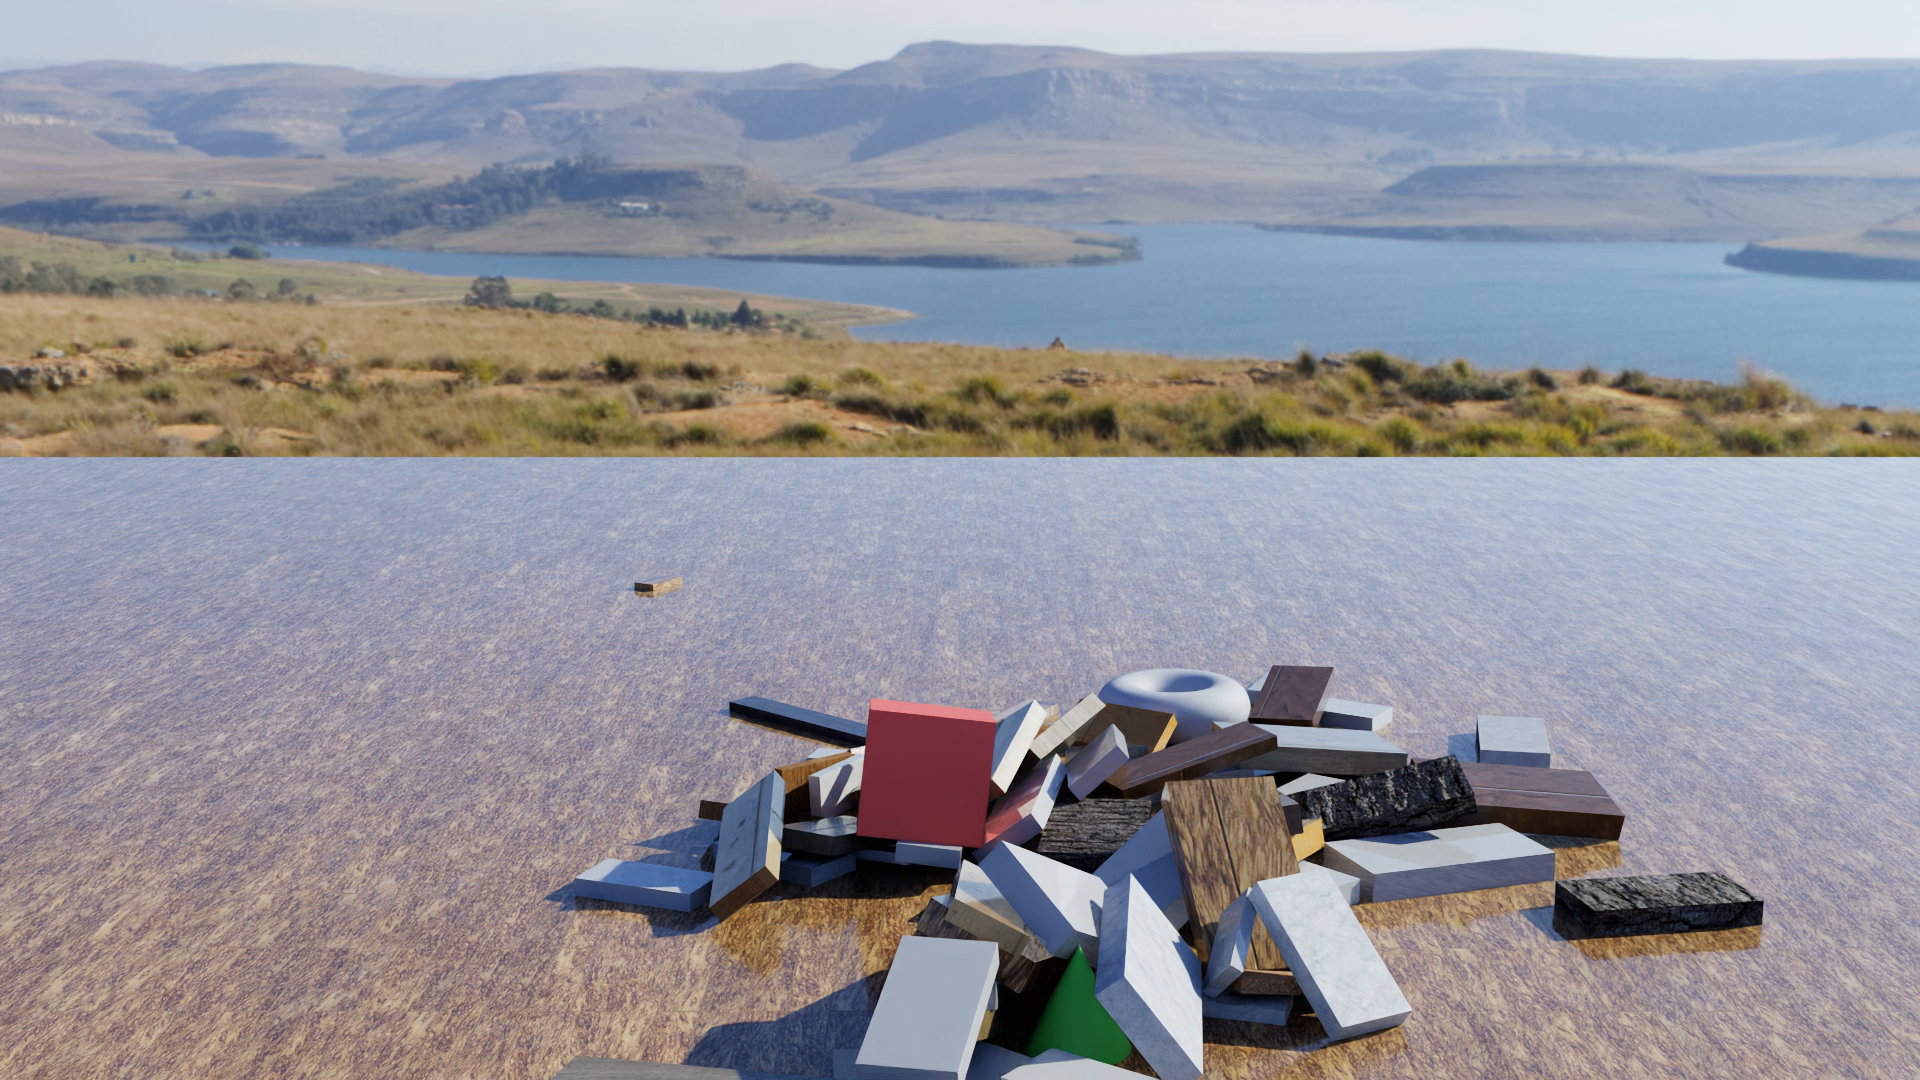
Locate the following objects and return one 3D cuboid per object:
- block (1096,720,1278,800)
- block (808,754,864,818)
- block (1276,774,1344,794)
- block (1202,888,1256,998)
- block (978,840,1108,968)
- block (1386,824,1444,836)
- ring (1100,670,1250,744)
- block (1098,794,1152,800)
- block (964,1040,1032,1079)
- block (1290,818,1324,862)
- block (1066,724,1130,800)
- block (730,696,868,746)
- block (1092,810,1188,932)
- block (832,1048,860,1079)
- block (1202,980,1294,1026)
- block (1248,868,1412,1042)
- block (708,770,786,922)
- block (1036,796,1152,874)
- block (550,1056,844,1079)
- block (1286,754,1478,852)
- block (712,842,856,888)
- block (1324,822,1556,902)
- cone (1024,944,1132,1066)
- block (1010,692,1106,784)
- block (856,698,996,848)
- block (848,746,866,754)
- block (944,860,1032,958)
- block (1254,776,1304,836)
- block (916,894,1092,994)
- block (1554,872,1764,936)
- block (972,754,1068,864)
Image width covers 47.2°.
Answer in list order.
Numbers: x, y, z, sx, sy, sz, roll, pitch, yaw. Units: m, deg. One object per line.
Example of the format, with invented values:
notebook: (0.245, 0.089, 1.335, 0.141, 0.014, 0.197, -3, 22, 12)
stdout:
block: (0.426, 0.417, 4.144, 0.363, 0.027, 0.097, -15, 21, -29)
block: (-0.223, 0.463, 4.116, 0.024, 0.086, 0.172, 2, 10, 30)
block: (0.656, 0.485, 4.160, 0.097, 0.027, 0.193, 8, 13, 36)
block: (0.395, 0.585, 3.200, 0.022, 0.077, 0.155, 31, 40, -6)
block: (0.168, 0.541, 3.179, 0.172, 0.049, 0.345, 48, 8, 31)
block: (0.846, 0.491, 4.066, 0.444, 0.049, 0.173, -8, 13, -37)
ring: (0.451, 0.352, 4.660, 0.326, 0.109, 0.326, -1, 10, 0)
block: (0.288, 0.475, 4.135, 0.143, 0.020, 0.072, 11, 49, 45)
block: (0.170, 0.733, 2.807, 0.526, 0.033, 0.116, 9, 14, 39)
block: (0.466, 0.528, 3.681, 0.172, 0.049, 0.345, -8, 0, 30)
block: (0.253, 0.408, 4.059, 0.117, 0.033, 0.234, -41, 2, 5)
block: (-0.293, 0.392, 4.678, 0.516, 0.021, 0.073, 10, 14, 42)
block: (0.323, 0.528, 3.482, 0.175, 0.050, 0.351, 10, 39, 47)
block: (-0.141, 0.715, 2.951, 0.059, 0.017, 0.118, -1, 11, -4)
block: (0.399, 0.669, 3.184, 0.155, 0.022, 0.077, 3, 11, 17)
block: (0.530, 0.593, 3.164, 0.126, 0.036, 0.252, -6, 48, -28)
block: (-0.355, 0.510, 3.708, 0.117, 0.033, 0.389, -37, 15, 9)
block: (0.235, 0.514, 3.785, 0.173, 0.049, 0.394, 1, 7, 7)
block: (-0.230, 0.712, 2.737, 0.642, 0.036, 0.126, -1, 16, 22)
block: (0.729, 0.469, 3.886, 0.335, 0.041, 0.144, -14, 22, 4)
block: (-0.305, 0.548, 3.809, 0.229, 0.032, 0.114, 8, 13, 37)
block: (0.817, 0.549, 3.756, 0.347, 0.049, 0.173, -4, 11, -18)
cone: (0.164, 0.631, 3.041, 0.149, 0.149, 0.149, 0, 11, 0)
block: (0.175, 0.396, 4.249, 0.037, 0.129, 0.258, 44, 37, 10)
block: (-0.061, 0.403, 3.829, 0.215, 0.215, 0.215, 6, 1, -2)
block: (-0.122, 0.417, 4.353, 0.086, 0.024, 0.345, -34, -17, 37)
block: (0.043, 0.517, 3.100, 0.116, 0.033, 0.231, 27, 6, 1)
block: (0.473, 0.476, 3.862, 0.175, 0.050, 0.416, -9, 0, -2)
block: (0.081, 0.572, 3.195, 0.173, 0.049, 0.346, 29, 6, 20)
block: (1.132, 0.588, 3.567, 0.288, 0.041, 0.144, -2, 11, -10)
block: (0.110, 0.484, 3.949, 0.129, 0.037, 0.371, -36, 3, 14)
